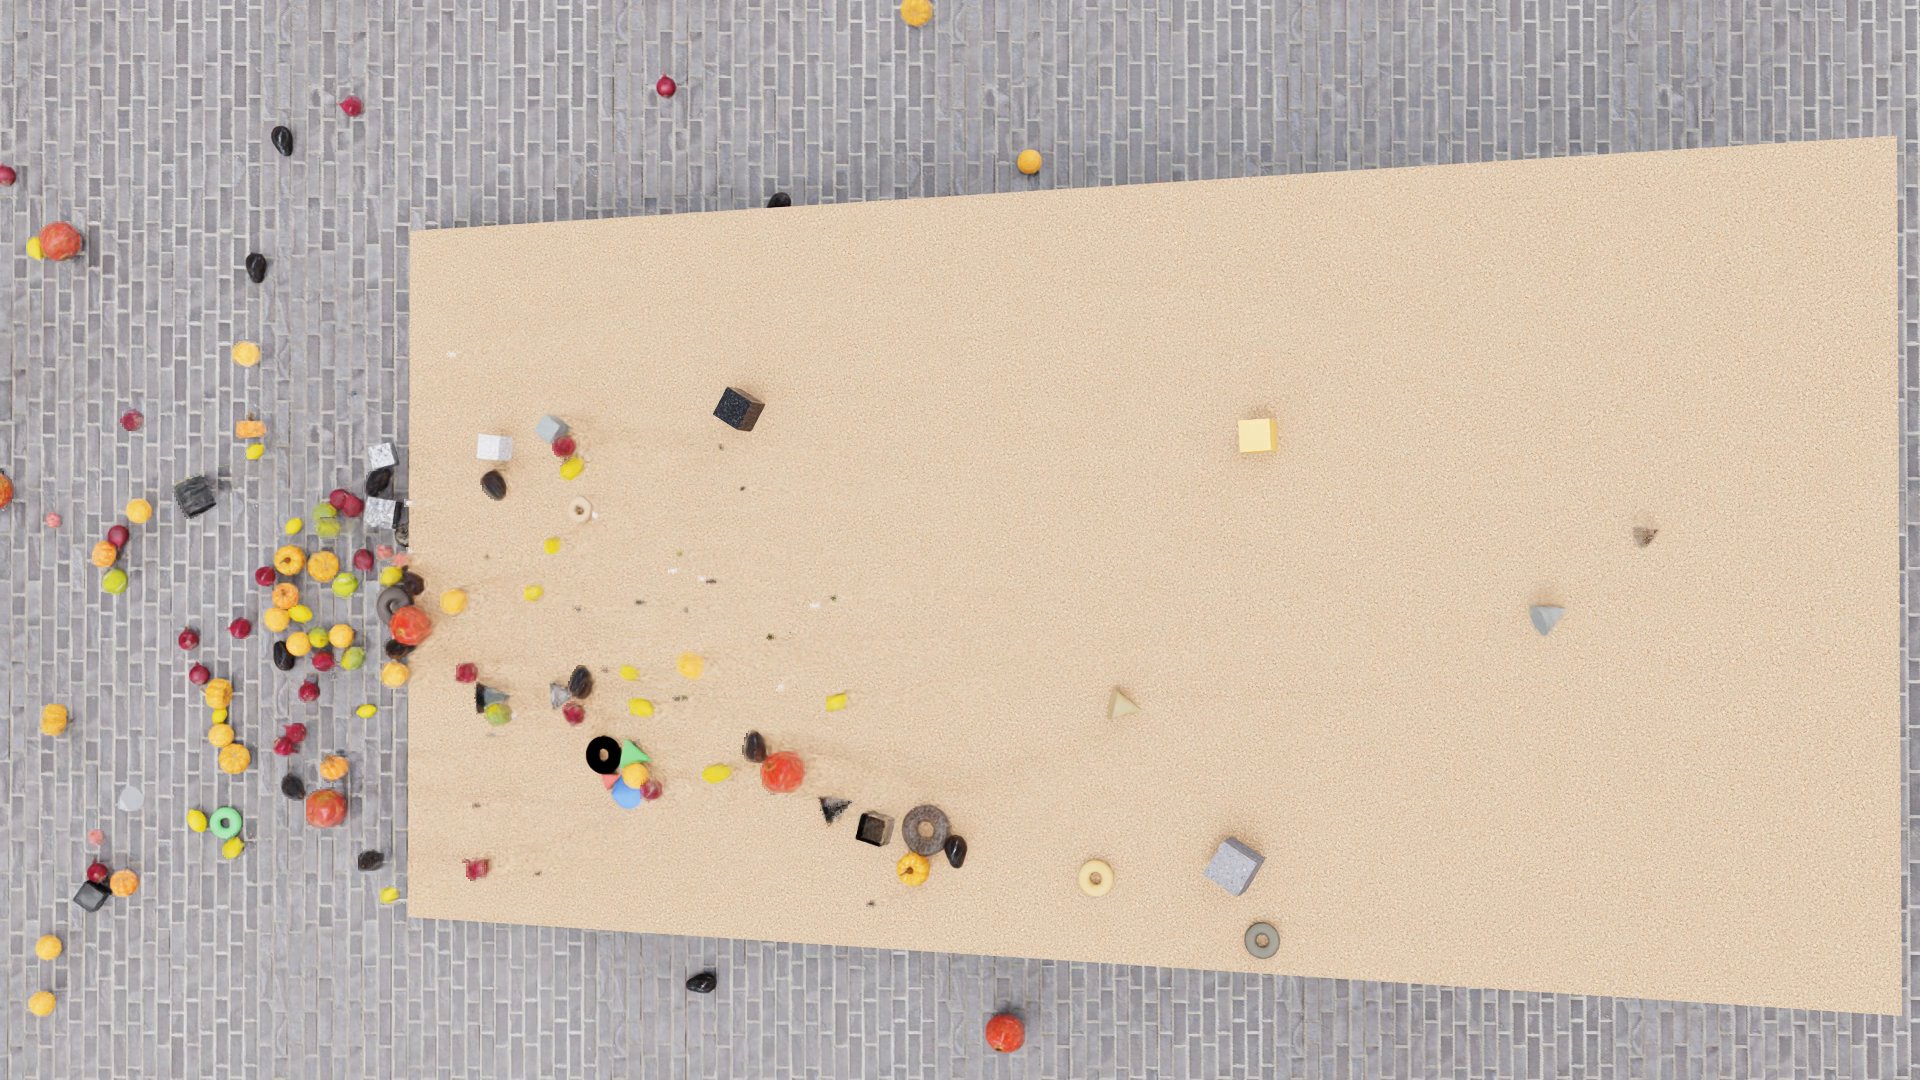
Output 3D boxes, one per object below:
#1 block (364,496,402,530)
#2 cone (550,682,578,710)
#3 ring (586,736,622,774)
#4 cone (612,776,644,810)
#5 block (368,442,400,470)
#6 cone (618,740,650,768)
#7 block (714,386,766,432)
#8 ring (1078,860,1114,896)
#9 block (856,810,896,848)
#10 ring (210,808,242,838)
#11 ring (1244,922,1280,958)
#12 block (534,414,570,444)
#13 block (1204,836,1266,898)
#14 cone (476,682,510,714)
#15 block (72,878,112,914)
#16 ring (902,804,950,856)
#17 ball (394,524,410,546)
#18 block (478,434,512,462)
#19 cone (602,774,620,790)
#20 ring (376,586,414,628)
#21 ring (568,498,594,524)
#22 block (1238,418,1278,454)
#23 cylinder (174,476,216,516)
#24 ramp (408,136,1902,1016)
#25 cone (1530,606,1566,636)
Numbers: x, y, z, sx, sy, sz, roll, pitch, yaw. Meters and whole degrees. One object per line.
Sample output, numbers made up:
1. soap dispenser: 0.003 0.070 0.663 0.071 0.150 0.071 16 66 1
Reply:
1. block: -1.696 -0.079 6.467 0.082 0.082 0.082 9 89 0
2. cone: -1.112 0.434 6.201 0.079 0.079 0.079 -8 89 -6
3. ring: -0.998 0.602 6.156 0.107 0.036 0.107 0 90 20
4. cone: -0.944 0.705 6.102 0.096 0.096 0.096 0 89 21
5. block: -1.697 -0.246 6.478 0.064 0.064 0.064 -15 89 0
6. cone: -0.898 0.603 6.117 0.085 0.085 0.085 13 89 -6
7. block: -0.602 -0.356 5.991 0.086 0.086 0.086 32 100 18
8. ring: 0.349 0.869 5.646 0.095 0.032 0.095 0 90 20
9. block: -0.224 0.767 5.842 0.072 0.072 0.072 15 95 20
10. ring: -2.163 0.834 6.480 0.094 0.031 0.094 0 91 0
11. ring: 0.755 1.000 5.491 0.091 0.030 0.091 -1 88 21
12. block: -1.152 -0.313 6.213 0.060 0.060 0.060 39 102 17
13. block: 0.684 0.814 5.482 0.100 0.100 0.100 32 100 18
14. cone: -1.330 0.450 6.280 0.095 0.095 0.095 -2 89 -6
15. block: -2.550 1.045 6.460 0.066 0.066 0.066 34 89 0
16. ring: -0.089 0.766 5.805 0.137 0.046 0.137 0 90 21
17. ball: -1.628 -0.015 6.472 0.070 0.070 0.070 0 89 0
18. block: -1.327 -0.263 6.274 0.069 0.069 0.069 6 91 21
19. cone: -0.971 0.668 6.152 0.052 0.052 0.052 -21 89 -8
20. ring: -1.644 0.195 6.403 0.122 0.041 0.122 0 88 18
21. ring: -1.069 -0.082 6.198 0.077 0.026 0.077 0 90 20
22. block: 0.744 -0.259 5.486 0.078 0.078 0.078 -4 88 21
23. cylinder: -2.248 -0.129 6.463 0.090 0.090 0.090 -27 89 0
24. ramp: 0.282 0.088 5.751 4.000 0.100 2.000 0 89 21
25. cone: 1.415 0.177 5.249 0.079 0.079 0.079 -23 89 -8
